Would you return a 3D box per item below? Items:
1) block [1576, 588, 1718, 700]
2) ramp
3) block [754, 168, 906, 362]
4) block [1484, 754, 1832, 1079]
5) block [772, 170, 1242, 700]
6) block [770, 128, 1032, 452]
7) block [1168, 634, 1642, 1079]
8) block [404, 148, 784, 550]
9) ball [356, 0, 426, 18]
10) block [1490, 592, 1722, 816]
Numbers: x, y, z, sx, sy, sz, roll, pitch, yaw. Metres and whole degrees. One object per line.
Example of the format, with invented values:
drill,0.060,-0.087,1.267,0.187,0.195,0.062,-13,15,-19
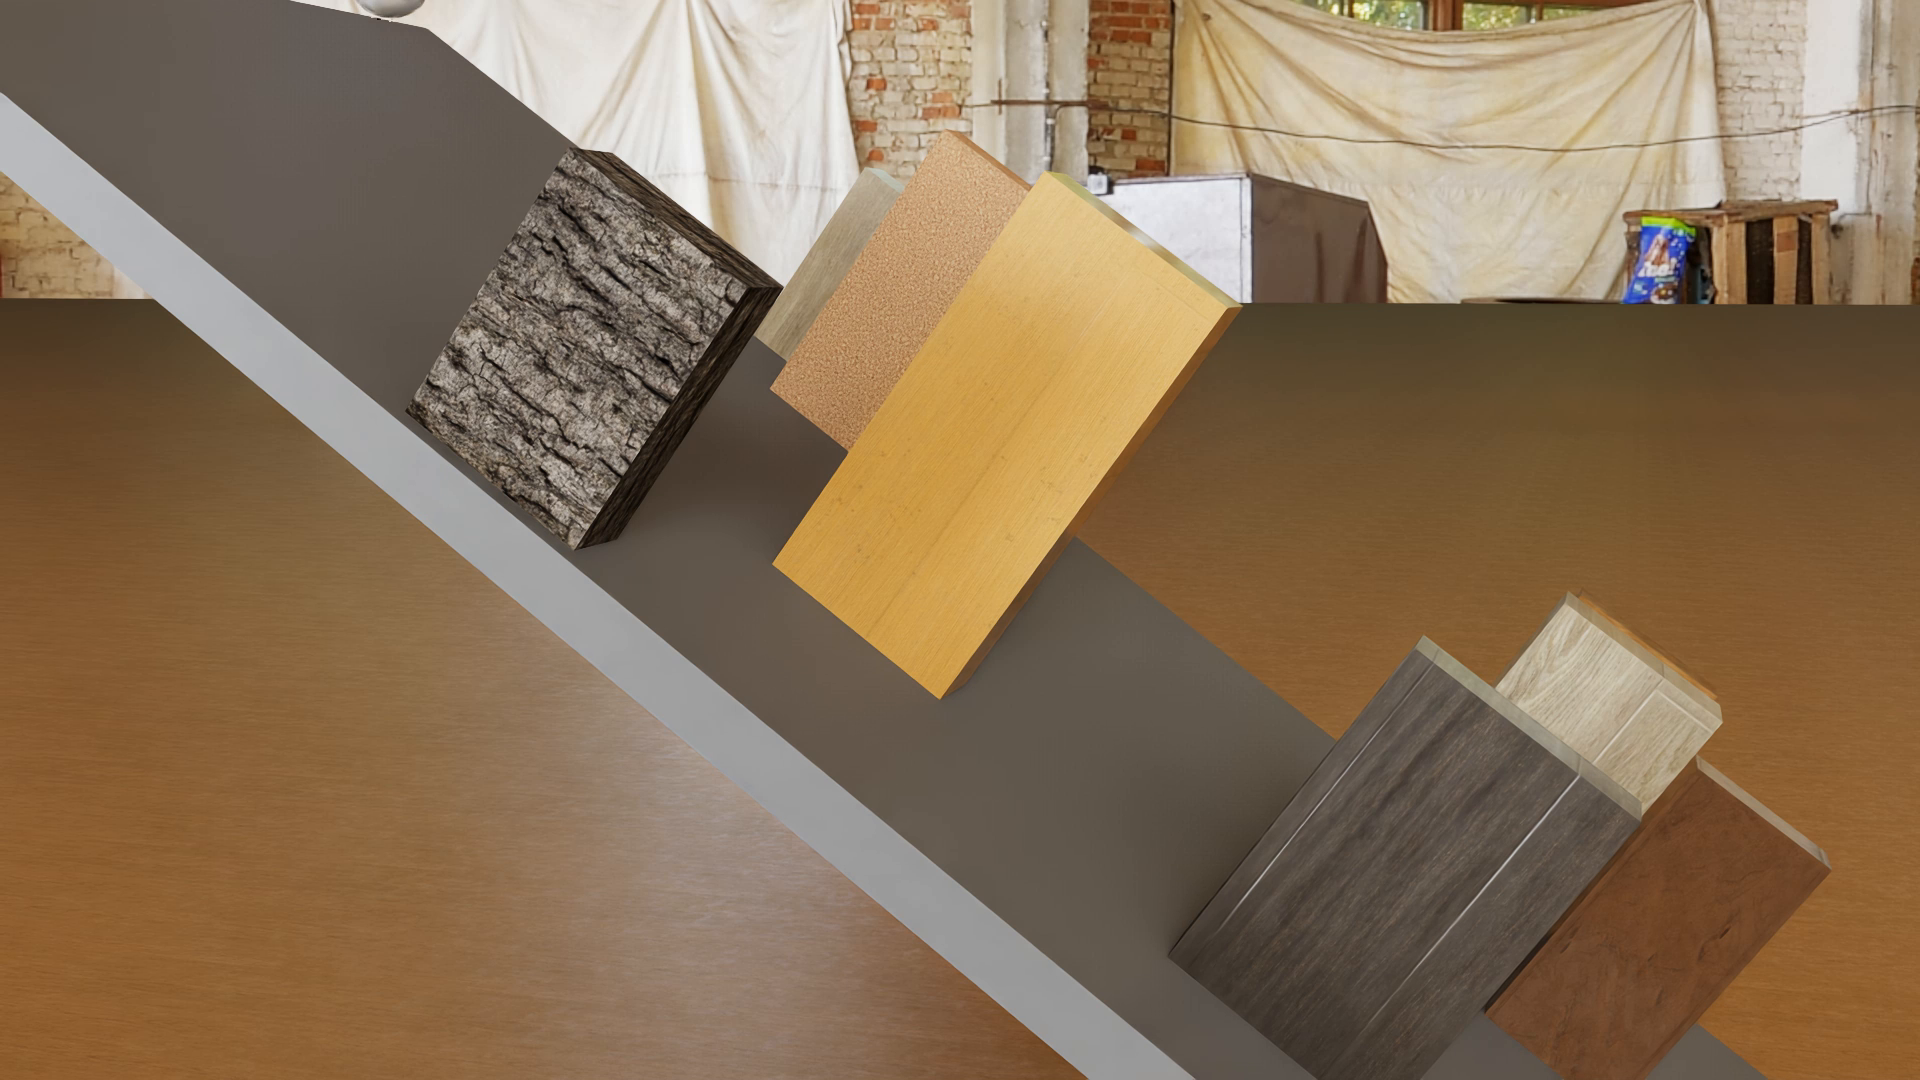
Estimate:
block,1.249,0.446,4.612,0.336,0.608,0.110,38,16,10
ramp,-0.070,0.135,4.072,4.000,0.100,2.000,38,16,10
block,-0.176,-0.519,4.750,0.346,0.442,0.108,38,16,10
block,1.222,0.695,3.875,0.275,0.583,0.121,38,16,10
block,0.070,-0.167,3.586,0.362,0.791,0.141,38,16,10
block,-0.094,-0.487,4.453,0.263,0.641,0.099,38,16,10
block,0.644,0.498,3.214,0.389,0.596,0.126,38,16,10
block,-0.539,-0.280,3.233,0.337,0.471,0.141,38,16,10
ball,-1.200,-1.187,4.622,0.178,0.178,0.178,0,7,0
block,0.932,0.463,3.725,0.310,0.700,0.149,38,16,10
